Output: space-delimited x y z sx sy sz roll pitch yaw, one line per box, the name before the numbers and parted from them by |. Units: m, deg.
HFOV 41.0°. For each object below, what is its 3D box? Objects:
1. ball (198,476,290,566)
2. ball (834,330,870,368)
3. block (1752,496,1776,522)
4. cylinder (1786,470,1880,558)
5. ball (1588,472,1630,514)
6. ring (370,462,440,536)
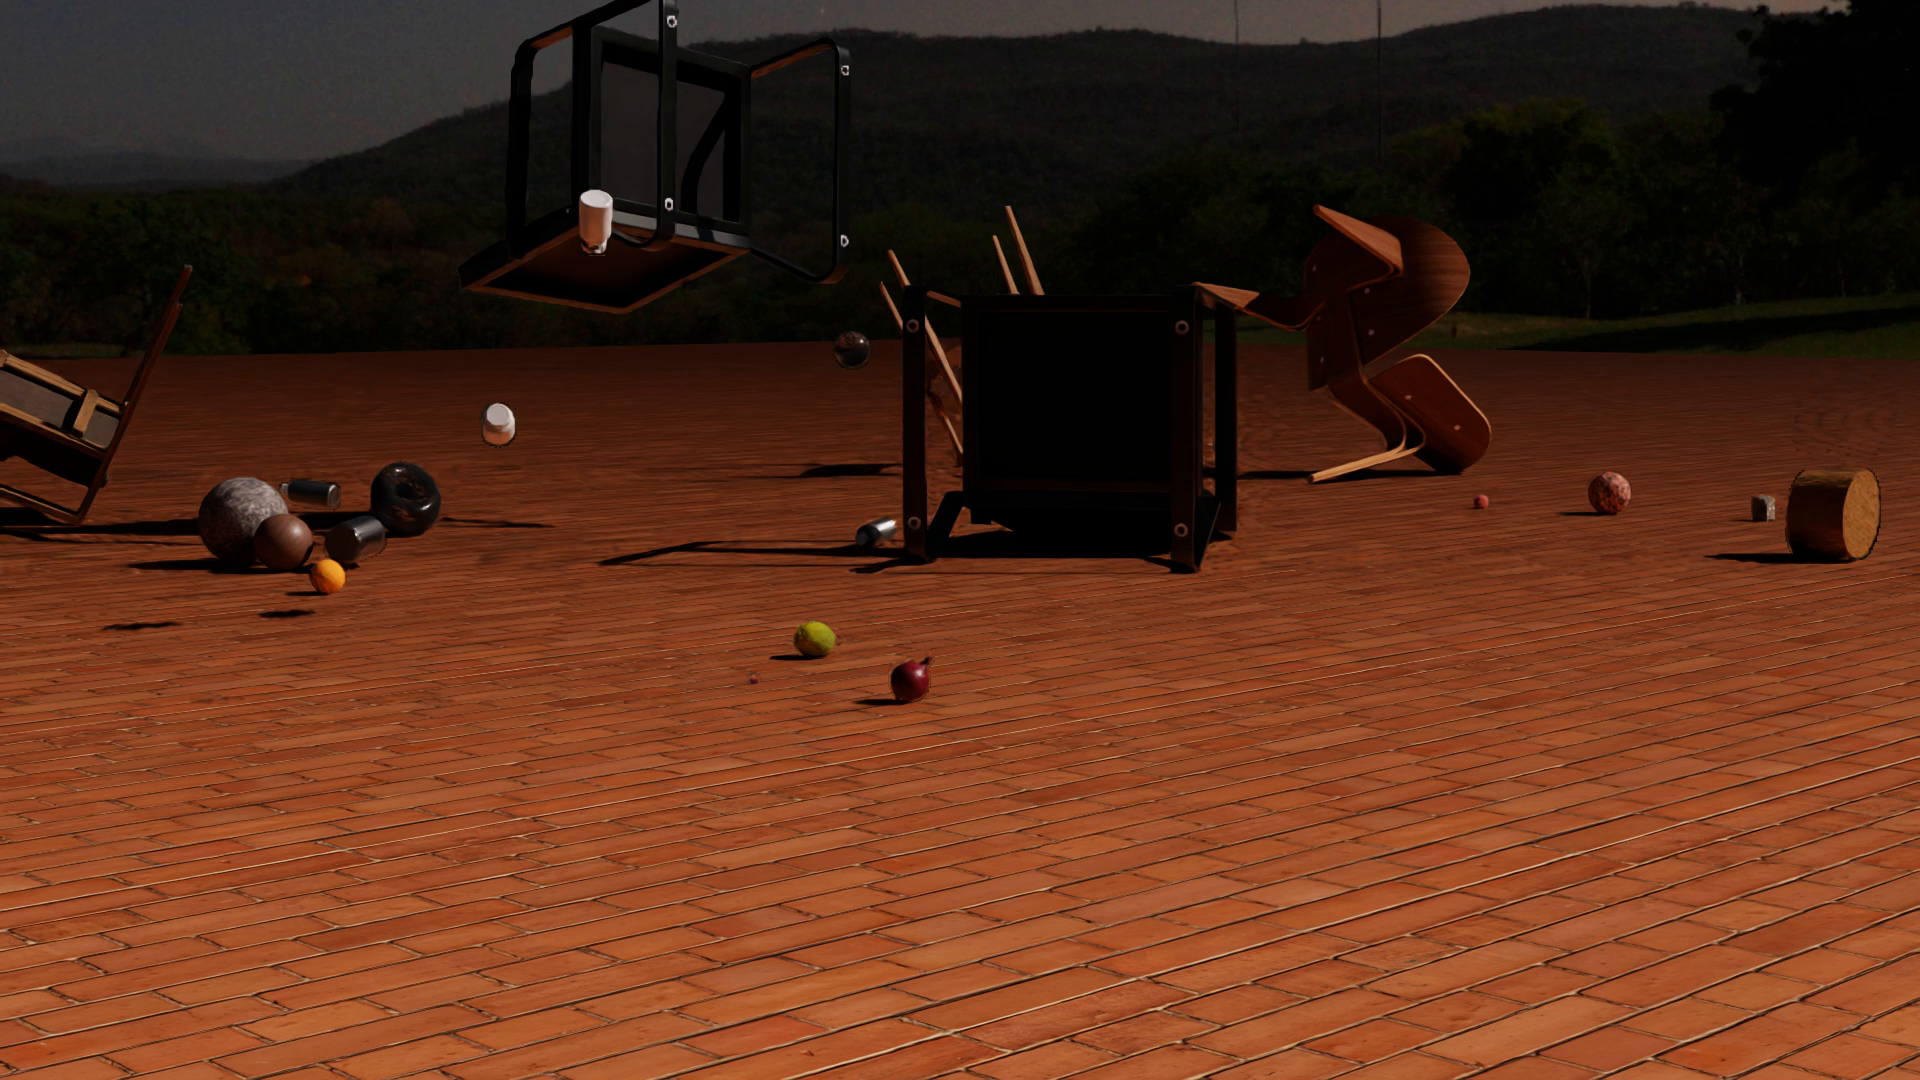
ball | -1.632 -0.043 5.846 0.203 0.203 0.203 0 6 0
ball | -0.367 -0.652 8.754 0.123 0.123 0.123 0 6 0
block | 2.171 -0.085 6.926 0.043 0.060 0.041 -10 12 -36
cylinder | 2.033 -0.061 5.975 0.139 0.213 0.169 1 -28 46
ball | 1.799 -0.130 7.109 0.116 0.116 0.116 0 6 0
ring | -1.413 -0.104 6.540 0.177 0.099 0.228 2 42 -28
